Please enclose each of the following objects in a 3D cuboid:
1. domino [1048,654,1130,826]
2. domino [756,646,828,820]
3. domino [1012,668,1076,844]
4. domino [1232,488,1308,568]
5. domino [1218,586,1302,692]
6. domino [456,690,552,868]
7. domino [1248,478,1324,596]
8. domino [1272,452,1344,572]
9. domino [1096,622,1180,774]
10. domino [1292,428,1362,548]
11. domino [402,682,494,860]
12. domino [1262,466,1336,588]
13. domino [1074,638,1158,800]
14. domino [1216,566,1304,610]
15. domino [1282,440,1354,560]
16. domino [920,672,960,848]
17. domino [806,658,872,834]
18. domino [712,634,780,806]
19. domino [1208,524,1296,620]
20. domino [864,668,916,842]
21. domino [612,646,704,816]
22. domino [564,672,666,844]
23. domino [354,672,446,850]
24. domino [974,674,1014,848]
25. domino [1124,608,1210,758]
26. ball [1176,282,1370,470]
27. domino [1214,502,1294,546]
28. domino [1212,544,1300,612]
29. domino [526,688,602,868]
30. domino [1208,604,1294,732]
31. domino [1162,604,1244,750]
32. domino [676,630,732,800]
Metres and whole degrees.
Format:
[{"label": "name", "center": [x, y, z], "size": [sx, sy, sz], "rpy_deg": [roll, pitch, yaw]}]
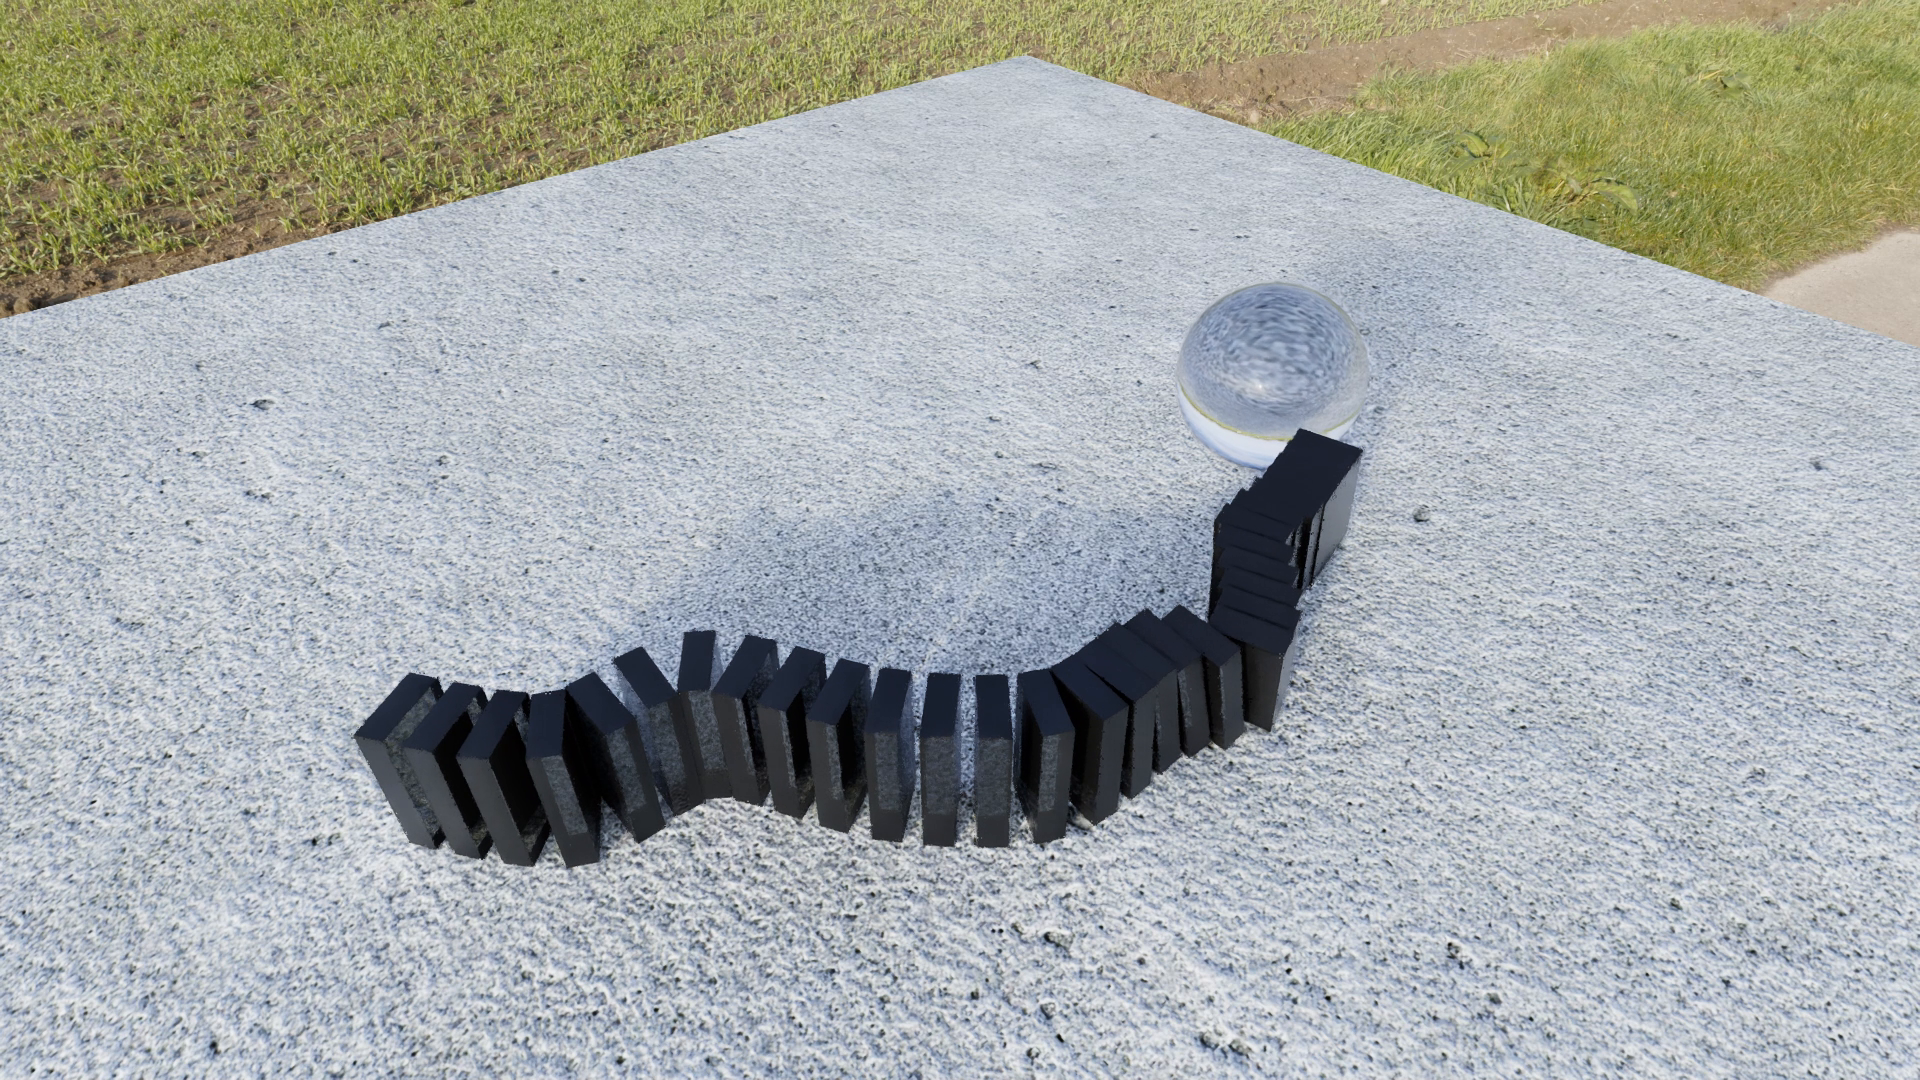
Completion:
[{"label": "domino", "center": [0.038, 0.062, 0.336], "size": [0.009, 0.050, 0.025], "rpy_deg": [-25, 46, -25]}, {"label": "domino", "center": [-0.050, 0.060, 0.338], "size": [0.009, 0.050, 0.025], "rpy_deg": [13, 41, 16]}, {"label": "domino", "center": [0.025, 0.066, 0.331], "size": [0.010, 0.050, 0.025], "rpy_deg": [-9, 40, -11]}, {"label": "domino", "center": [0.112, 0.005, 0.405], "size": [0.025, 0.050, 0.009], "rpy_deg": [24, 60, 26]}, {"label": "domino", "center": [0.097, 0.037, 0.366], "size": [0.025, 0.050, 0.009], "rpy_deg": [20, 60, 23]}, {"label": "domino", "center": [-0.131, 0.071, 0.325], "size": [0.009, 0.050, 0.025], "rpy_deg": [5, 40, 6]}, {"label": "domino", "center": [0.119, 0.000, 0.411], "size": [0.025, 0.050, 0.009], "rpy_deg": [24, 60, 26]}, {"label": "domino", "center": [0.131, -0.010, 0.423], "size": [0.025, 0.050, 0.010], "rpy_deg": [24, 60, 26]}, {"label": "domino", "center": [0.057, 0.051, 0.349], "size": [0.009, 0.050, 0.025], "rpy_deg": [-35, 50, -19]}, {"label": "domino", "center": [0.142, -0.020, 0.435], "size": [0.025, 0.050, 0.009], "rpy_deg": [24, 60, 26]}, {"label": "domino", "center": [-0.146, 0.069, 0.327], "size": [0.010, 0.050, 0.025], "rpy_deg": [8, 40, 10]}, {"label": "domino", "center": [0.125, -0.005, 0.417], "size": [0.025, 0.050, 0.009], "rpy_deg": [24, 60, 26]}, {"label": "domino", "center": [0.048, 0.056, 0.342], "size": [0.009, 0.050, 0.025], "rpy_deg": [-33, 49, -26]}, {"label": "domino", "center": [0.100, 0.030, 0.374], "size": [0.025, 0.050, 0.009], "rpy_deg": [20, 60, 23]}, {"label": "domino", "center": [0.137, -0.015, 0.429], "size": [0.025, 0.050, 0.010], "rpy_deg": [24, 60, 26]}, {"label": "domino", "center": [-0.006, 0.067, 0.330], "size": [0.010, 0.050, 0.025], "rpy_deg": [3, 39, 4]}, {"label": "domino", "center": [-0.035, 0.063, 0.334], "size": [0.009, 0.050, 0.025], "rpy_deg": [12, 41, 14]}, {"label": "domino", "center": [-0.064, 0.057, 0.342], "size": [0.010, 0.050, 0.025], "rpy_deg": [10, 40, 12]}, {"label": "domino", "center": [0.103, 0.017, 0.390], "size": [0.025, 0.050, 0.009], "rpy_deg": [20, 60, 23]}, {"label": "domino", "center": [-0.021, 0.065, 0.332], "size": [0.010, 0.050, 0.025], "rpy_deg": [5, 40, 6]}, {"label": "domino", "center": [-0.093, 0.059, 0.339], "size": [0.009, 0.050, 0.025], "rpy_deg": [-25, 46, -28]}, {"label": "domino", "center": [-0.103, 0.066, 0.331], "size": [0.010, 0.050, 0.025], "rpy_deg": [-29, 48, -31]}, {"label": "domino", "center": [-0.161, 0.067, 0.330], "size": [0.009, 0.050, 0.025], "rpy_deg": [10, 40, 11]}, {"label": "domino", "center": [0.010, 0.067, 0.330], "size": [0.010, 0.050, 0.025], "rpy_deg": [-1, 39, -1]}, {"label": "domino", "center": [0.067, 0.047, 0.354], "size": [0.009, 0.050, 0.025], "rpy_deg": [-34, 48, -14]}, {"label": "ball", "center": [0.134, -0.070, 0.473], "size": [0.080, 0.080, 0.080], "rpy_deg": [0, 39, 0]}, {"label": "domino", "center": [0.105, 0.010, 0.399], "size": [0.025, 0.050, 0.010], "rpy_deg": [24, 61, 26]}, {"label": "domino", "center": [0.102, 0.024, 0.382], "size": [0.025, 0.050, 0.010], "rpy_deg": [20, 60, 23]}, {"label": "domino", "center": [-0.116, 0.071, 0.325], "size": [0.009, 0.050, 0.025], "rpy_deg": [-8, 40, -10]}, {"label": "domino", "center": [0.093, 0.042, 0.359], "size": [0.025, 0.050, 0.009], "rpy_deg": [21, 60, 24]}, {"label": "domino", "center": [0.079, 0.045, 0.356], "size": [0.010, 0.050, 0.025], "rpy_deg": [-38, 51, -17]}, {"label": "domino", "center": [-0.079, 0.055, 0.344], "size": [0.009, 0.050, 0.025], "rpy_deg": [-4, 39, -4]}]
